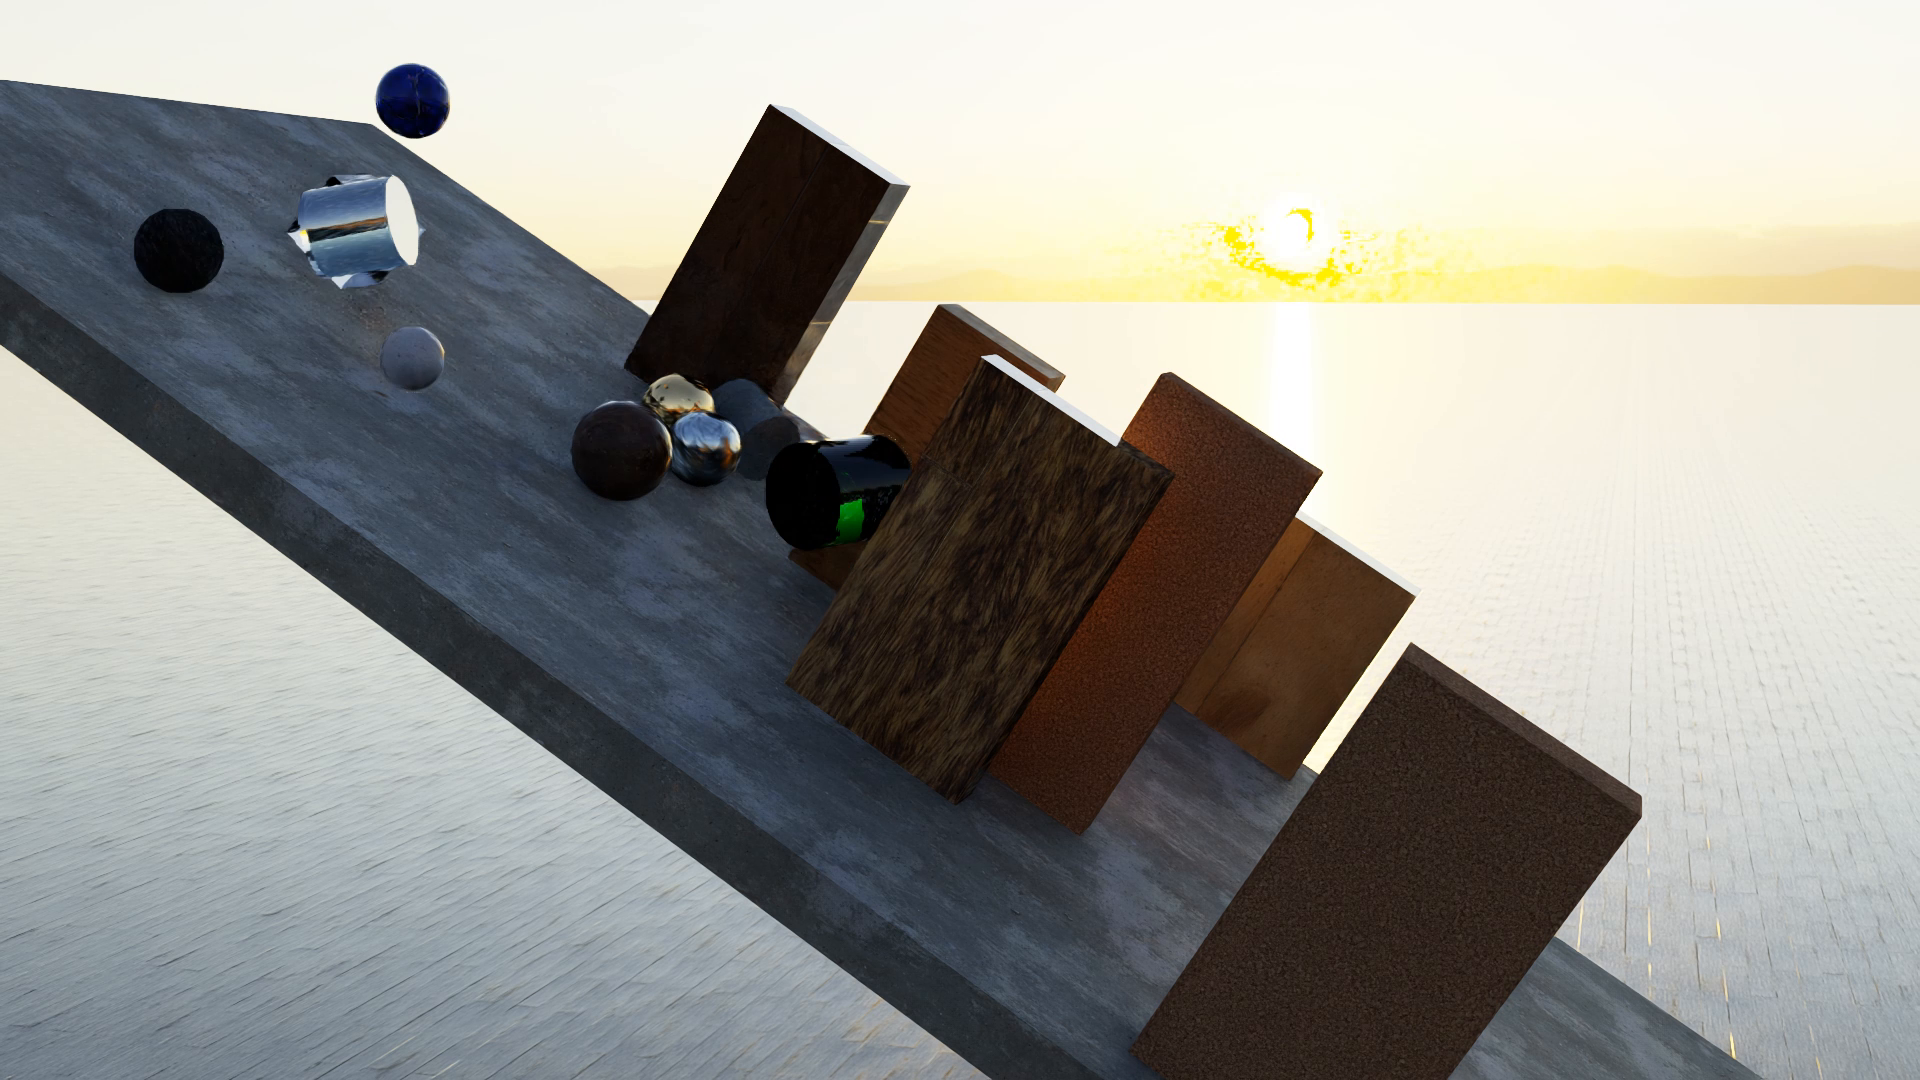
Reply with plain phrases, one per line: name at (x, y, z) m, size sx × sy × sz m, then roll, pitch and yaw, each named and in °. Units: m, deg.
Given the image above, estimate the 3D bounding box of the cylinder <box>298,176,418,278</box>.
cylinder at (-1.096, -0.570, 4.014) m, size 0.163 × 0.163 × 0.163 m, roll -9°, pitch 6°, yaw 5°

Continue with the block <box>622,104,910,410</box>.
block at (-0.415, -0.562, 4.699) m, size 0.315 × 0.651 × 0.135 m, roll 35°, pitch 15°, yaw 11°

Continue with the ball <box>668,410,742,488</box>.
ball at (-0.500, -0.177, 4.277) m, size 0.149 × 0.149 × 0.149 m, roll 0°, pitch 7°, yaw 0°

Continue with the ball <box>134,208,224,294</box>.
ball at (-1.305, -0.483, 3.675) m, size 0.143 × 0.143 × 0.143 m, roll 0°, pitch 7°, yaw 0°

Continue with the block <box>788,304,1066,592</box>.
block at (-0.065, -0.138, 4.187) m, size 0.254 × 0.573 × 0.124 m, roll 35°, pitch 15°, yaw 11°

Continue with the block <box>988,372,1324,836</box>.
block at (0.280, 0.111, 3.739) m, size 0.308 × 0.743 × 0.087 m, roll 35°, pitch 15°, yaw 11°

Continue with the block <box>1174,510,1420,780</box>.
block at (0.670, 0.189, 4.762) m, size 0.445 × 0.486 × 0.112 m, roll 35°, pitch 15°, yaw 11°

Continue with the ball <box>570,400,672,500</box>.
ball at (-0.607, -0.161, 3.949) m, size 0.181 × 0.181 × 0.181 m, roll 0°, pitch 7°, yaw 0°

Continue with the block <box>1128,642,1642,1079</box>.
block at (0.585, 0.538, 3.062) m, size 0.372 × 0.695 × 0.124 m, roll 35°, pitch 15°, yaw 11°

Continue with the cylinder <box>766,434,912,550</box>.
cylinder at (-0.219, -0.089, 4.013) m, size 0.193 × 0.193 × 0.193 m, roll 6°, pitch 11°, yaw 41°

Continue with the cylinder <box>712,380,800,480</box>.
cylinder at (-0.437, -0.228, 4.555) m, size 0.153 × 0.153 × 0.153 m, roll -5°, pitch 37°, yaw -38°

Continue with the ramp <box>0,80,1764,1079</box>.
ramp at (-0.147, 0.244, 4.109) m, size 4.000 × 0.100 × 2.000 m, roll 35°, pitch 15°, yaw 11°

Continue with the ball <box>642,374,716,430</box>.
ball at (-0.566, -0.261, 4.418) m, size 0.148 × 0.148 × 0.148 m, roll 0°, pitch 7°, yaw 0°

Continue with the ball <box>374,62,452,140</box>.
ball at (-1.149, -0.923, 4.623) m, size 0.157 × 0.157 × 0.157 m, roll 0°, pitch 7°, yaw 0°

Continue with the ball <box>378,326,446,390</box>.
ball at (-0.967, -0.320, 3.880) m, size 0.113 × 0.113 × 0.113 m, roll 0°, pitch 7°, yaw 0°

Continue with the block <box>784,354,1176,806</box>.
block at (0.026, 0.066, 3.576) m, size 0.353 × 0.641 × 0.088 m, roll 35°, pitch 15°, yaw 11°

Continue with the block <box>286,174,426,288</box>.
block at (-1.165, -0.597, 4.246) m, size 0.152 × 0.152 × 0.152 m, roll 45°, pitch 16°, yaw 3°
